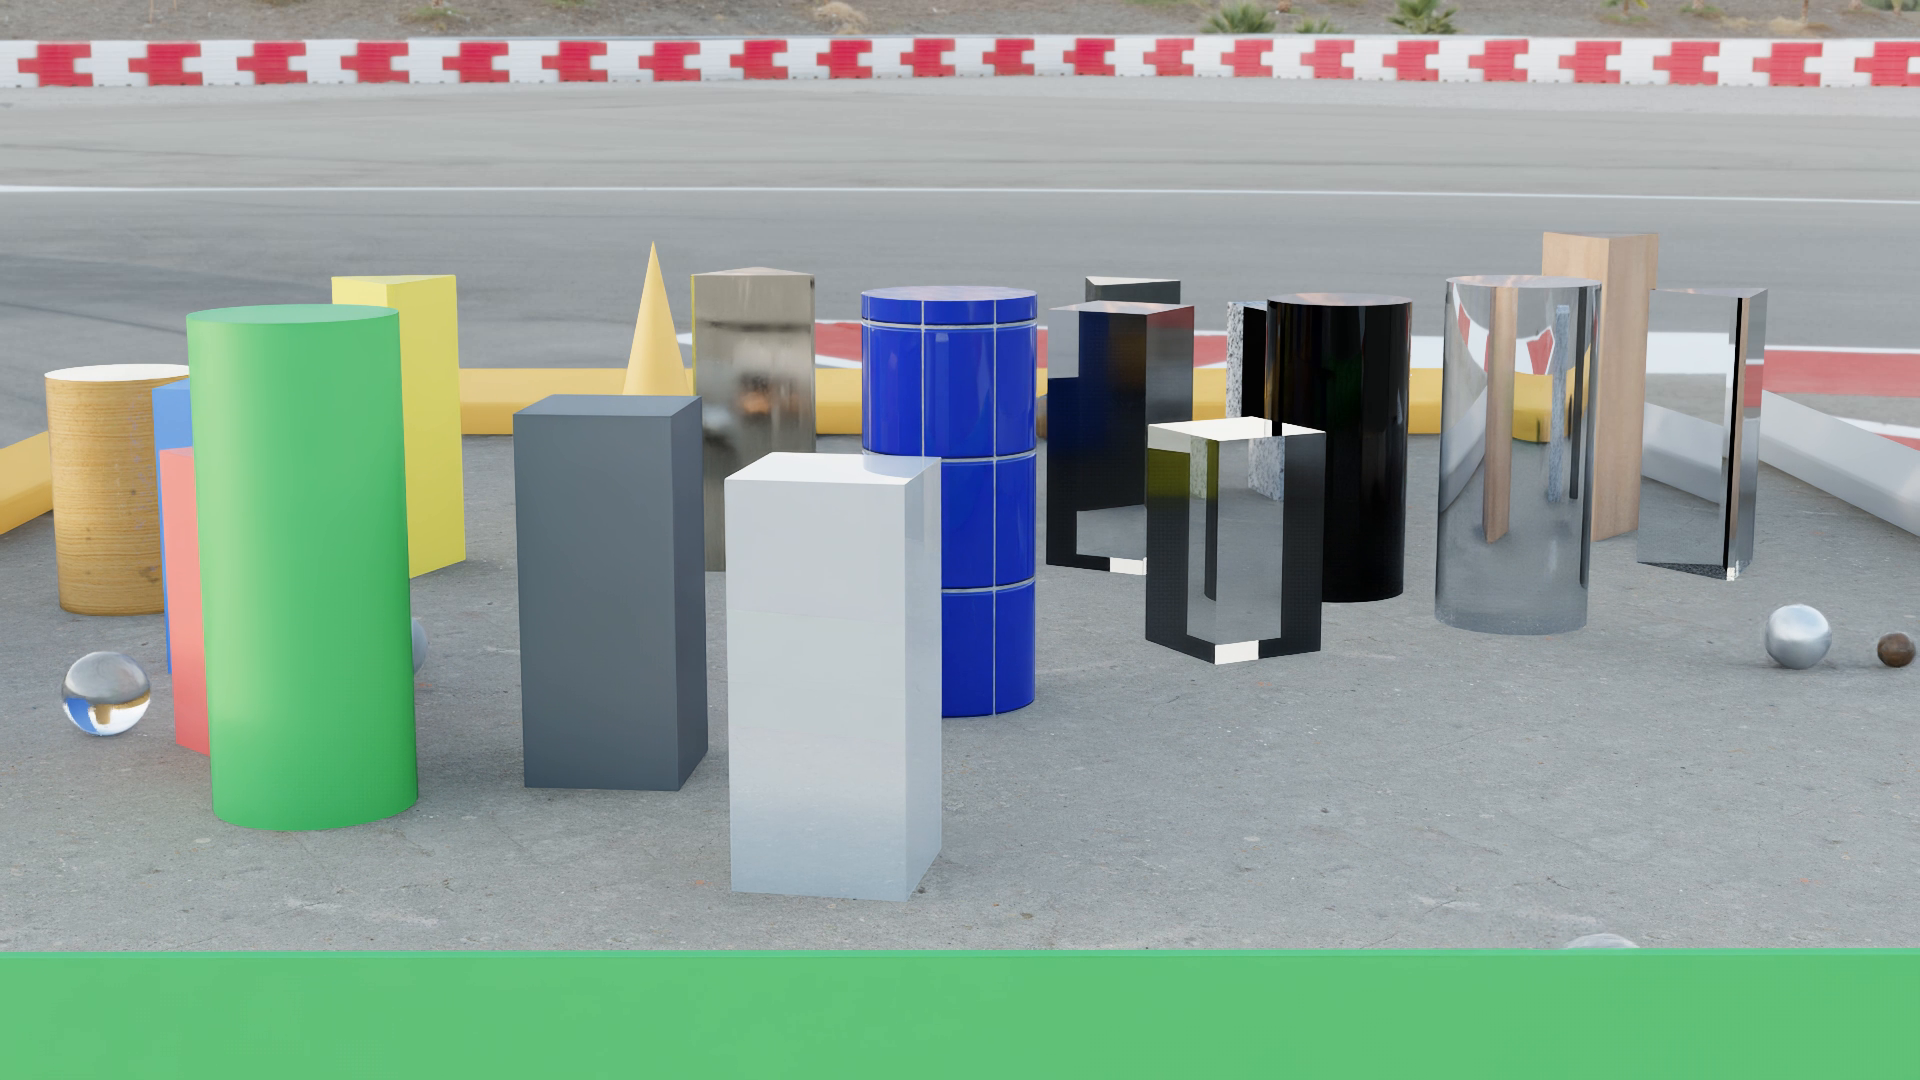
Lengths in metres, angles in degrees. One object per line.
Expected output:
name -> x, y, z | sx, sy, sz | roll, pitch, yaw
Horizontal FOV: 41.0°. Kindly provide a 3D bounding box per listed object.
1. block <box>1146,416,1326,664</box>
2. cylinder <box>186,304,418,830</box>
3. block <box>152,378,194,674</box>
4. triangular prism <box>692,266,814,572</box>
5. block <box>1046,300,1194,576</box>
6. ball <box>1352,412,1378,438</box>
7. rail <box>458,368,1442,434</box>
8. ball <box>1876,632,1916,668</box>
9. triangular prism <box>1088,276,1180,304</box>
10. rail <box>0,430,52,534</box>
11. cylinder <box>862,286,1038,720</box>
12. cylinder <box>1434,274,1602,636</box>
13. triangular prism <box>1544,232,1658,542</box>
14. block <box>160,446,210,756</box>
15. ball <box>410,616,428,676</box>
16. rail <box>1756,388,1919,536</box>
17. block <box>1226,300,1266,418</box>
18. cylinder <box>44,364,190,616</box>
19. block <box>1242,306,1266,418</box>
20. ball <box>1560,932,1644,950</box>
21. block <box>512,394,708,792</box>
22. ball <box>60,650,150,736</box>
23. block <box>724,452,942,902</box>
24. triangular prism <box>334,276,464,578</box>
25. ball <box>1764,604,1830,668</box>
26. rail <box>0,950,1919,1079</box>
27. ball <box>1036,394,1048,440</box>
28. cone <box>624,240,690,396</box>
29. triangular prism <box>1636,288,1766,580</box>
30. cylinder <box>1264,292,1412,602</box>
block -> 0.346, -0.003, 3.242 | 0.160, 0.279, 0.160 | -6, 12, -28
cylinder -> -0.645, 0.021, 2.529 | 0.200, 0.490, 0.200 | 0, 10, 0
block -> -0.873, -0.022, 3.153 | 0.160, 0.348, 0.160 | 1, 11, 6
triangular prism -> -0.299, -0.181, 3.783 | 0.173, 0.431, 0.150 | 0, 10, -2
block -> 0.237, -0.155, 3.789 | 0.160, 0.378, 0.160 | 6, 12, 30
ball -> 0.806, -0.230, 5.097 | 0.051, 0.051, 0.051 | 0, 10, 0
rail -> -0.010, -0.274, 5.113 | 3.018, 0.130, 0.045 | 0, 10, 0
ball -> 1.147, 0.134, 3.143 | 0.045, 0.045, 0.045 | 0, 10, 0
triangular prism -> 0.259, -0.259, 4.377 | 0.173, 0.370, 0.150 | -7, 12, -32
rail -> -1.485, 0.035, 3.440 | 0.045, 0.130, 3.432 | 0, 10, 0
cylinder -> -0.012, -0.048, 2.951 | 0.200, 0.472, 0.200 | 0, 10, 0
cylinder -> 0.734, -0.116, 3.381 | 0.200, 0.450, 0.200 | 0, 10, 0
triangular prism -> 0.981, -0.248, 4.050 | 0.150, 0.468, 0.173 | 9, 14, 41
block -> -0.741, 0.063, 2.763 | 0.160, 0.322, 0.160 | -10, 14, -43
ball -> -0.680, 0.128, 3.054 | 0.090, 0.090, 0.090 | 0, 10, 0
rail -> 1.485, 0.032, 3.457 | 0.045, 0.130, 3.432 | 0, 10, 0
block -> 0.565, -0.250, 4.468 | 0.160, 0.319, 0.160 | -2, 11, -12
cylinder -> -1.136, -0.072, 3.507 | 0.200, 0.317, 0.200 | 0, 10, 0
block -> 0.556, -0.195, 4.095 | 0.160, 0.347, 0.160 | -4, 11, -19
ball -> 0.484, 0.338, 1.931 | 0.085, 0.085, 0.085 | 0, 10, 0
block -> -0.358, 0.051, 2.659 | 0.160, 0.385, 0.160 | 1, 11, 5
ball -> -0.940, 0.168, 2.824 | 0.093, 0.093, 0.093 | 0, 10, 0
block -> -0.111, 0.119, 2.322 | 0.160, 0.373, 0.160 | 2, 11, 11
triangular prism -> -0.799, -0.171, 3.754 | 0.150, 0.424, 0.173 | -9, 14, -39
ball -> 1.024, 0.118, 3.140 | 0.078, 0.078, 0.078 | 0, 10, 0
rail -> 0.010, 0.341, 1.785 | 3.018, 0.130, 0.045 | 0, 10, 0
ball -> 0.180, -0.242, 5.048 | 0.093, 0.093, 0.093 | 0, 10, 0
cone -> -0.486, -0.252, 4.106 | 0.200, 0.454, 0.200 | 0, 10, 0
triangular prism -> 1.117, -0.161, 3.751 | 0.150, 0.405, 0.173 | -7, 13, -34
cylinder -> 0.525, -0.133, 3.586 | 0.200, 0.408, 0.200 | 0, 10, 0
